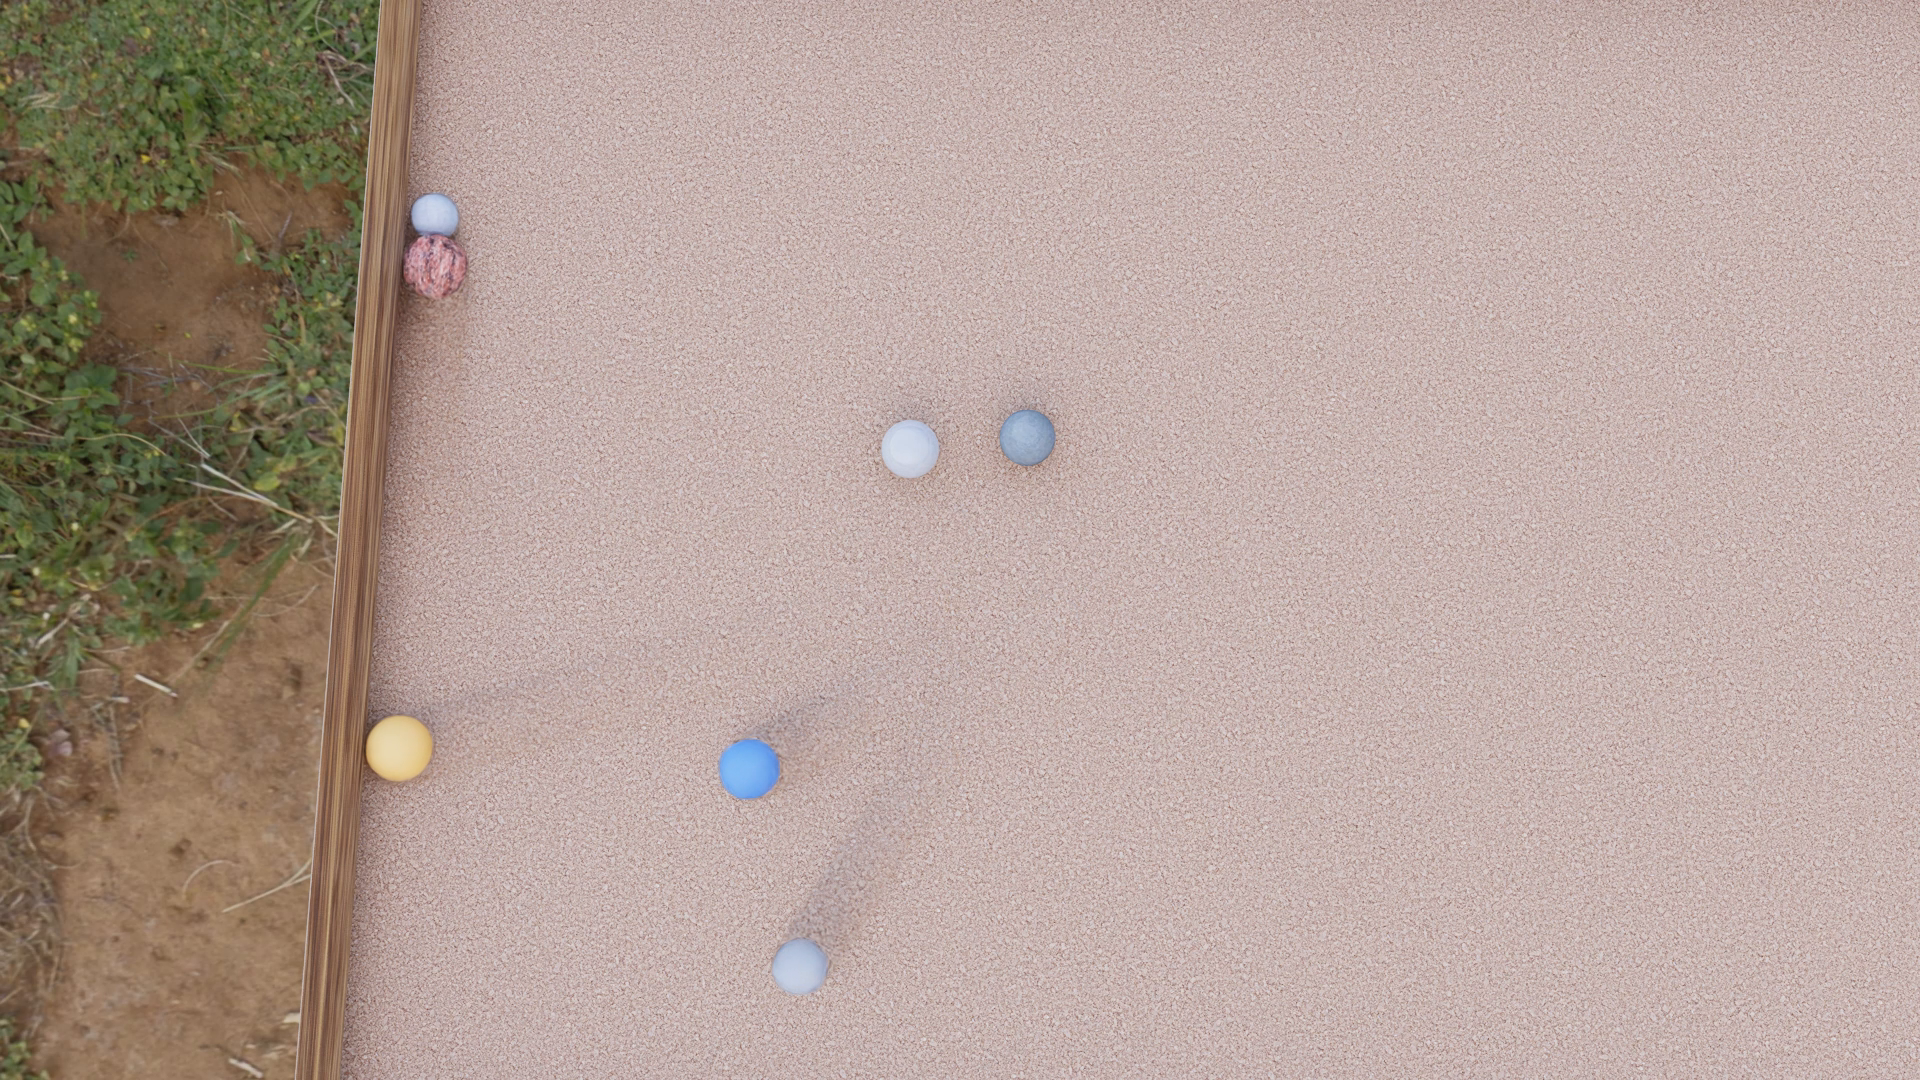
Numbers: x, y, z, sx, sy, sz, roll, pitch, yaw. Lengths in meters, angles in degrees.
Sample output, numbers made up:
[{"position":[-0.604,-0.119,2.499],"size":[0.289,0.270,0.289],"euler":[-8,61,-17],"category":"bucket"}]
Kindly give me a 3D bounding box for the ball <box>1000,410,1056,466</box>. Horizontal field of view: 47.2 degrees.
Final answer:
[{"position":[0.101,-0.154,3.302],"size":[0.085,0.085,0.085],"euler":[0,80,0],"category":"ball"}]

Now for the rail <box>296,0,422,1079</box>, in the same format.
[{"position":[-0.879,-0.029,3.259],"size":[0.045,0.125,1.990],"euler":[2,80,0],"category":"rail"}]

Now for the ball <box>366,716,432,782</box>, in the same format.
[{"position":[-0.820,0.305,3.216],"size":[0.096,0.096,0.096],"euler":[0,80,0],"category":"ball"}]

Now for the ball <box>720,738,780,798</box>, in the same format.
[{"position":[-0.307,0.334,3.216],"size":[0.087,0.087,0.087],"euler":[0,80,0],"category":"ball"}]

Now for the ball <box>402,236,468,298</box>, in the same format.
[{"position":[-0.798,-0.415,3.343],"size":[0.096,0.096,0.096],"euler":[0,80,0],"category":"ball"}]

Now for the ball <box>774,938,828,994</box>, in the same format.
[{"position":[-0.230,0.614,3.171],"size":[0.079,0.079,0.079],"euler":[0,80,0],"category":"ball"}]

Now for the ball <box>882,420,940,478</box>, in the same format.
[{"position":[-0.075,-0.136,3.298],"size":[0.087,0.087,0.087],"euler":[0,80,0],"category":"ball"}]

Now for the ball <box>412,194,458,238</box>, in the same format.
[{"position":[-0.804,-0.494,3.369],"size":[0.071,0.071,0.071],"euler":[0,80,0],"category":"ball"}]
